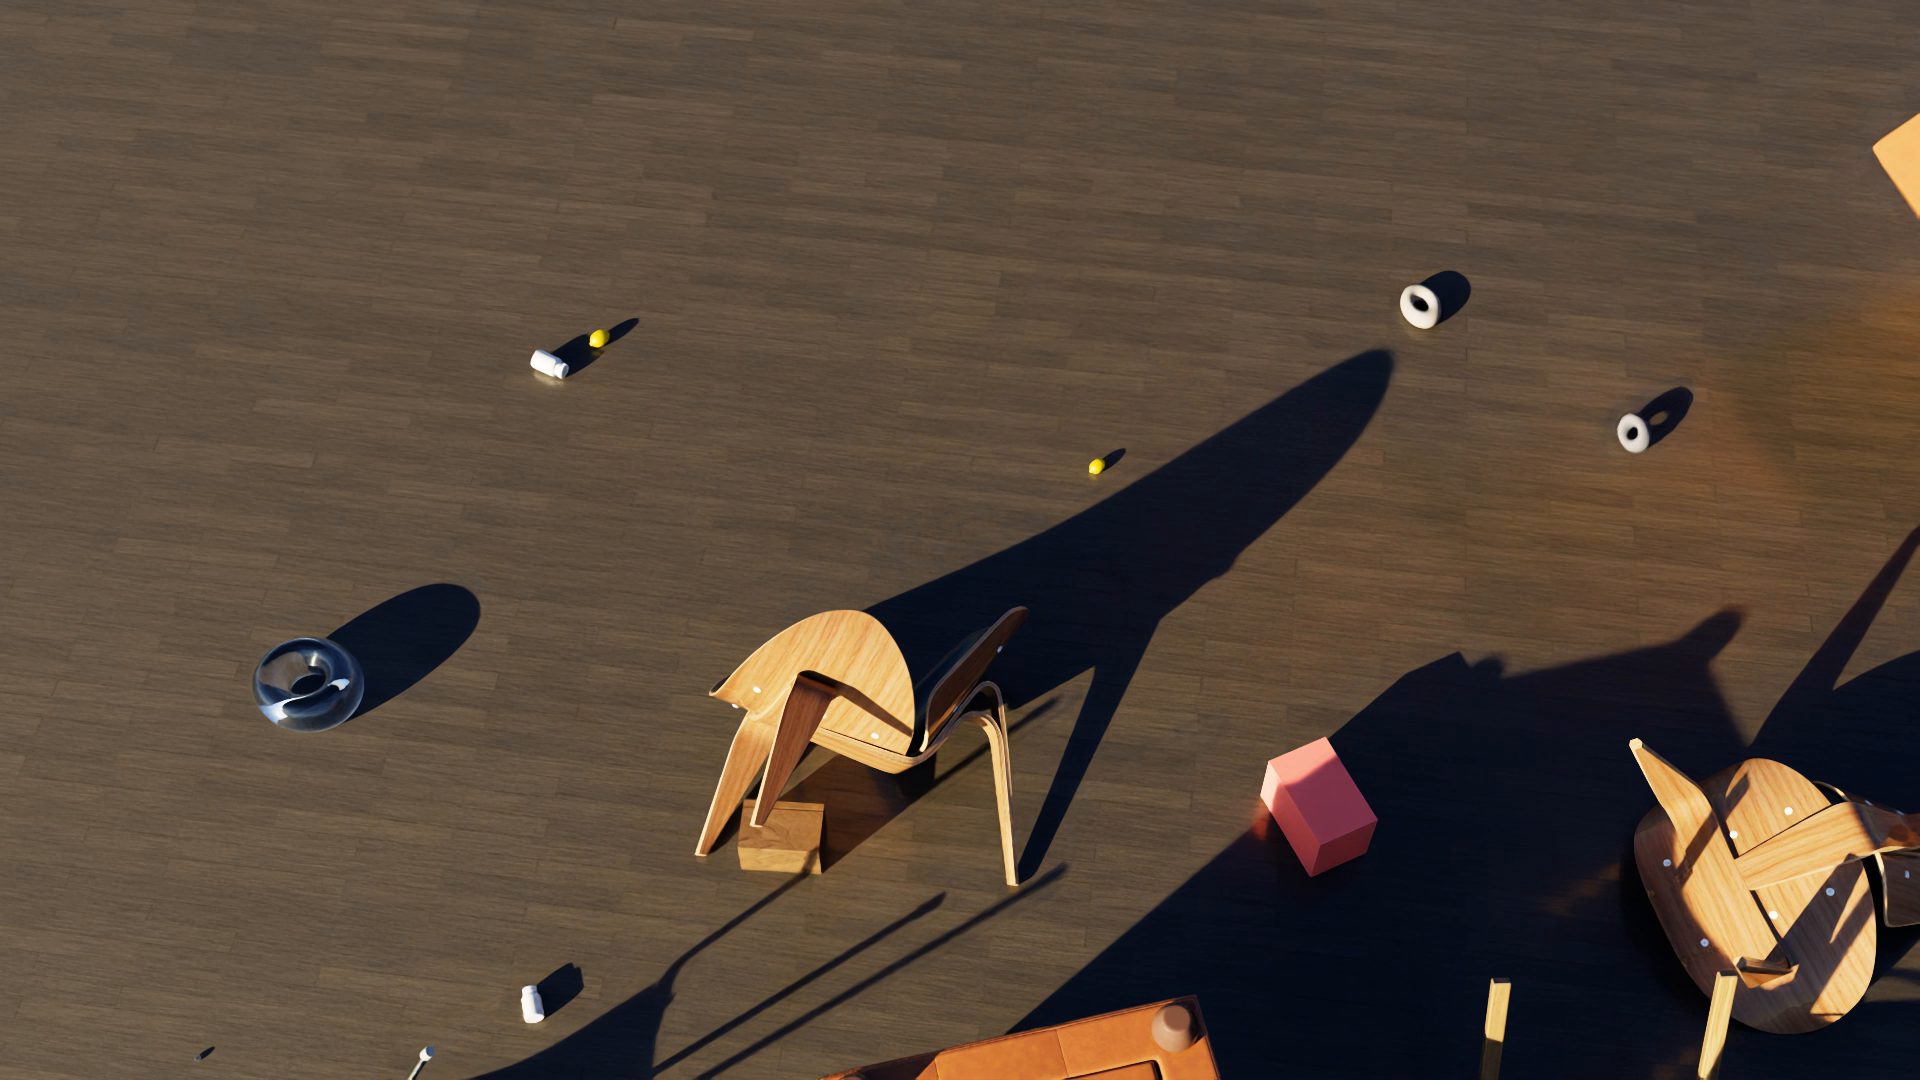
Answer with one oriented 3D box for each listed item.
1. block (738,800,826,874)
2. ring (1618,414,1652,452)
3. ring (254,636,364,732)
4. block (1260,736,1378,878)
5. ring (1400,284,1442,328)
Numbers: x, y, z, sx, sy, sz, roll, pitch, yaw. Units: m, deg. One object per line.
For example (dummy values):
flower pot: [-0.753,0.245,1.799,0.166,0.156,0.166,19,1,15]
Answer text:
block: [-0.480,0.803,5.954,0.218,0.135,0.143,3,56,2]
ring: [2.066,-0.328,6.738,0.098,0.059,0.124,-22,72,37]
ring: [-1.841,0.408,6.215,0.314,0.145,0.280,10,58,8]
block: [0.971,0.725,5.968,0.176,0.199,0.276,-21,59,-14]
ring: [1.476,-0.749,7.041,0.126,0.059,0.170,-11,56,-5]
